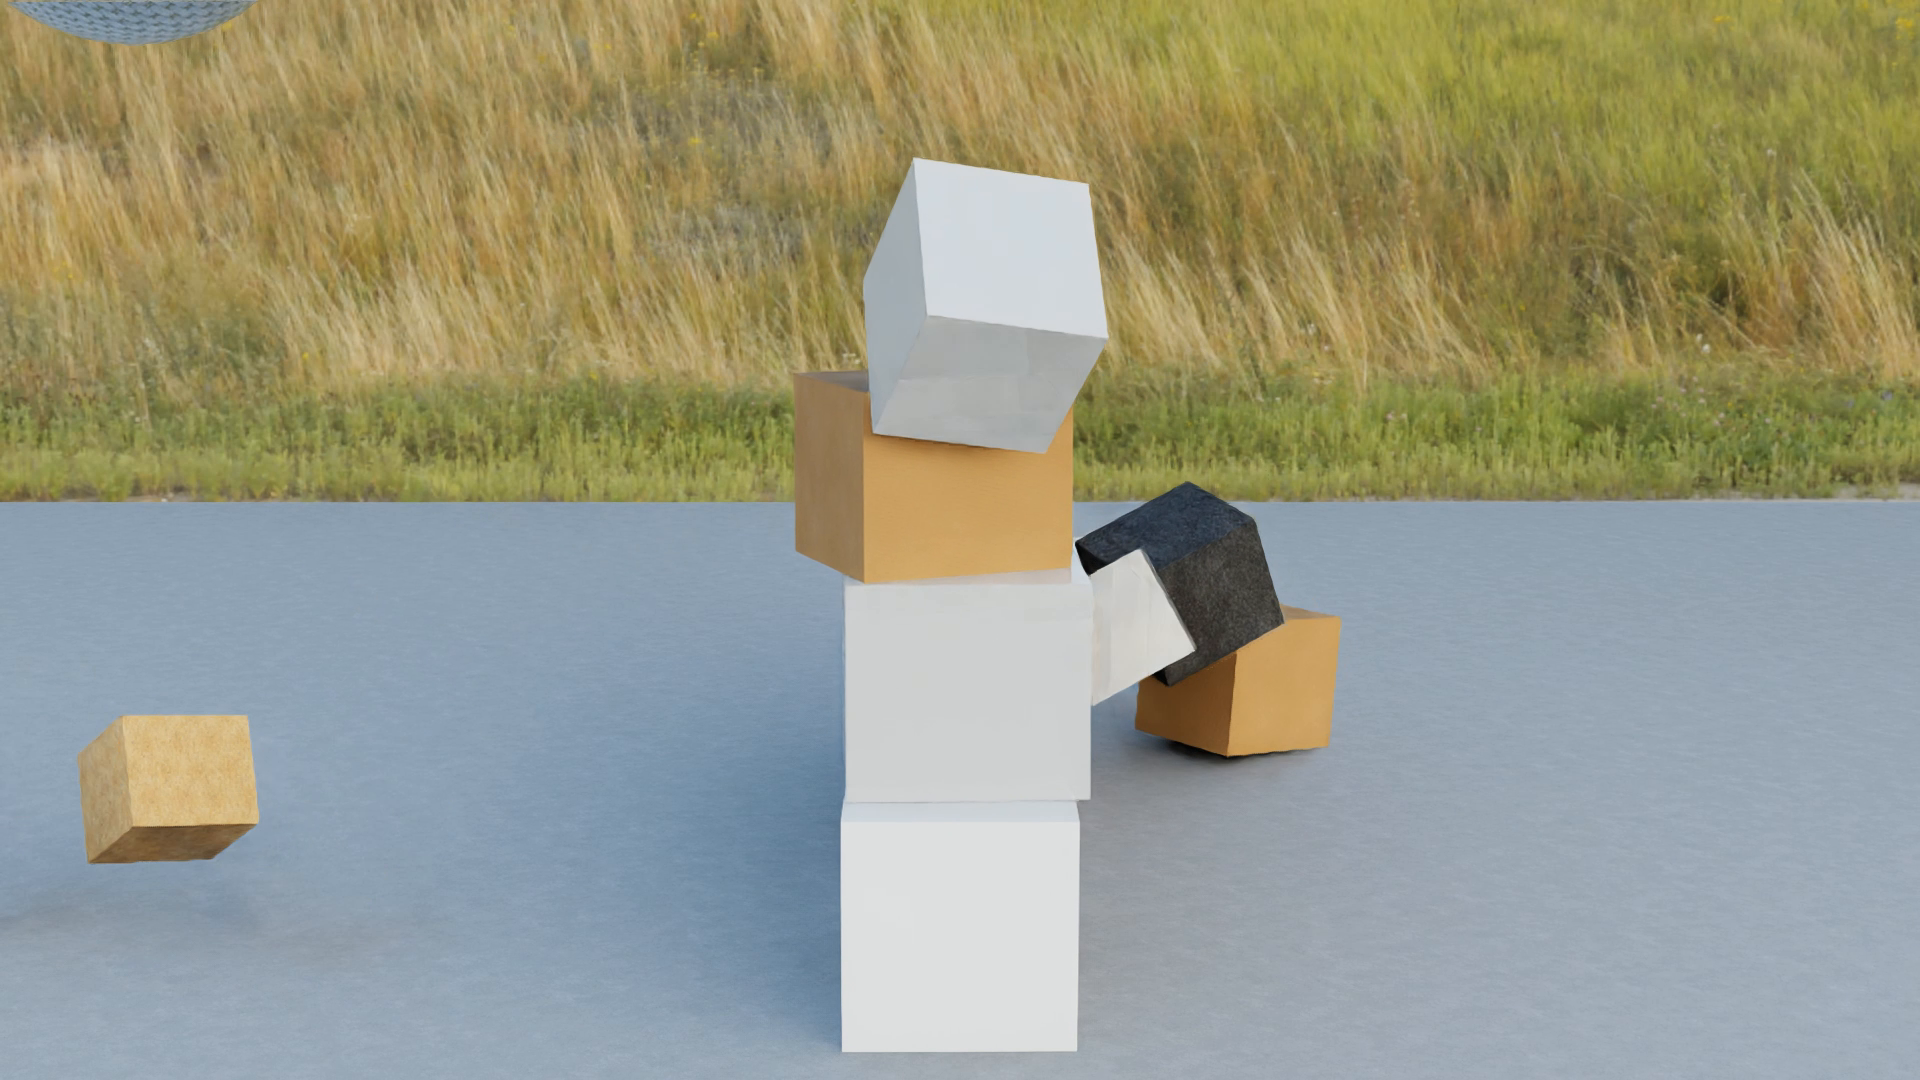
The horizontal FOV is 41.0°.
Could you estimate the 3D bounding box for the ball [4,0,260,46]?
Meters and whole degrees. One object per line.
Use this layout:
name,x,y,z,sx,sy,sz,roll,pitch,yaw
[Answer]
ball,-3.473,-2.869,10.659,1.600,1.600,1.600,0,10,0

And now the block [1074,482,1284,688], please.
block,1.100,0.213,12.891,0.695,0.620,0.638,-28,29,-16

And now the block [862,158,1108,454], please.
block,0.073,-0.823,9.115,0.647,0.697,0.688,6,-35,-16

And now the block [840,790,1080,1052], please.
block,-0.003,1.366,9.630,0.855,0.864,0.767,0,10,0

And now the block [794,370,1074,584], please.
block,-0.110,-0.269,9.755,0.835,0.695,0.746,-4,10,-23

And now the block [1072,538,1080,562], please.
block,0.968,0.299,16.392,0.573,0.547,0.554,-2,10,-9

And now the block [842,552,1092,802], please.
block,0.007,0.488,9.785,0.897,0.808,0.876,0,10,-3

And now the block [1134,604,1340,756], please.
block,1.465,0.706,13.558,0.749,0.692,0.702,-1,9,-39

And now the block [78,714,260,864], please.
block,-3.312,1.041,10.721,0.532,0.472,0.541,3,-24,-38

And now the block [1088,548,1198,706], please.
block,0.708,0.429,12.101,0.630,0.537,0.570,-29,-4,5
